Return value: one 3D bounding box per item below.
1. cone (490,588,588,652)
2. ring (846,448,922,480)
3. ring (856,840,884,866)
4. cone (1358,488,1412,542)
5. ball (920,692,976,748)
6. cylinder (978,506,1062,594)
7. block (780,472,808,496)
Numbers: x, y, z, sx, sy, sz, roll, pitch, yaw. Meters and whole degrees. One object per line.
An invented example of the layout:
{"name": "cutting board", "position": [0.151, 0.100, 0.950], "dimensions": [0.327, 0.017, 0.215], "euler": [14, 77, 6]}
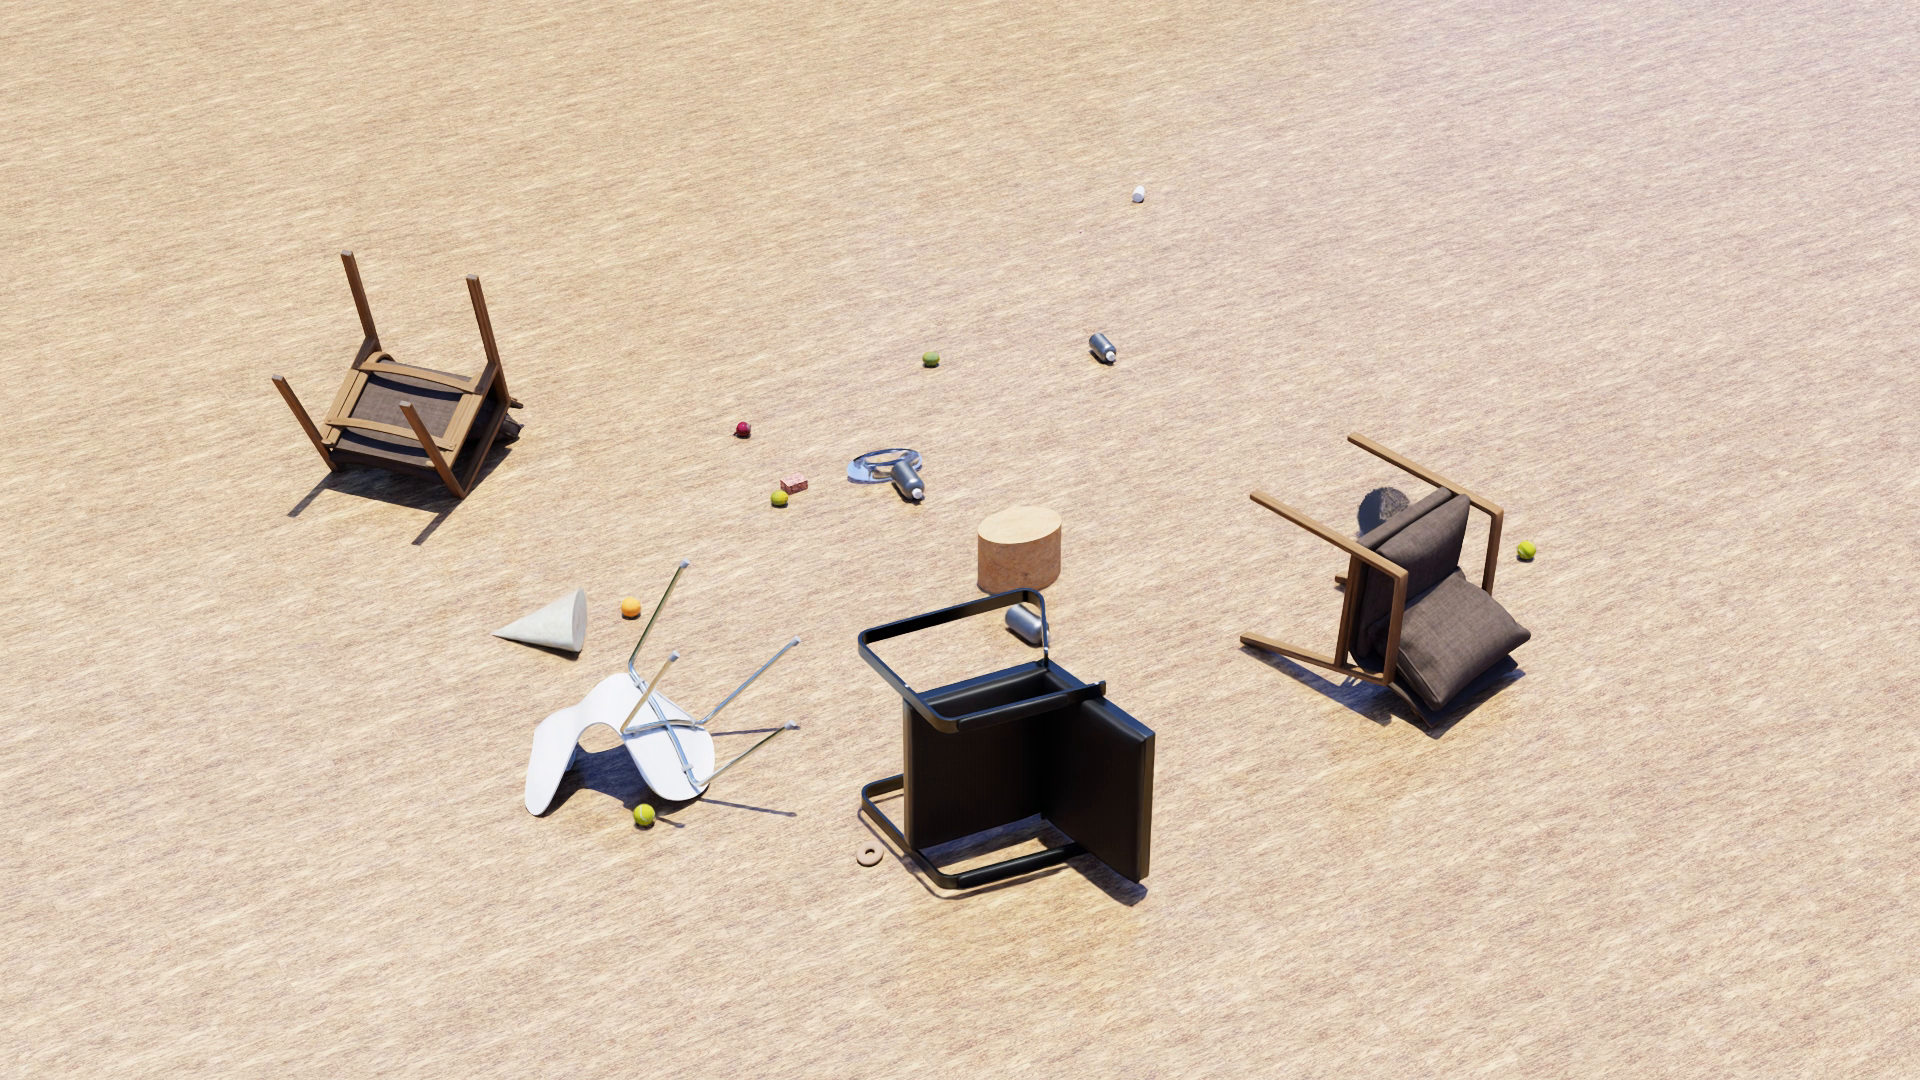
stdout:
{"name": "cone", "position": [-1.512, 0.309, 10.411], "dimensions": [0.335, 0.142, 0.323], "euler": [-10, 35, 7]}
{"name": "ring", "position": [-0.291, -0.292, 11.321], "dimensions": [0.308, 0.074, 0.139], "euler": [-11, 33, -17]}
{"name": "ring", "position": [-0.288, 1.003, 9.400], "dimensions": [0.086, 0.024, 0.116], "euler": [7, 35, 12]}
{"name": "cone", "position": [1.578, -0.081, 11.001], "dimensions": [0.200, 0.100, 0.234], "euler": [45, 72, 2]}
{"name": "ball", "position": [-0.040, 0.605, 9.855], "dimensions": [0.188, 0.188, 0.188], "euler": [0, 33, 0]}
{"name": "cylinder", "position": [0.217, 0.038, 10.684], "dimensions": [0.322, 0.223, 0.224], "euler": [-15, 36, -21]}
{"name": "block", "position": [-0.636, -0.214, 11.233], "dimensions": [0.085, 0.040, 0.064], "euler": [-21, 39, -28]}
